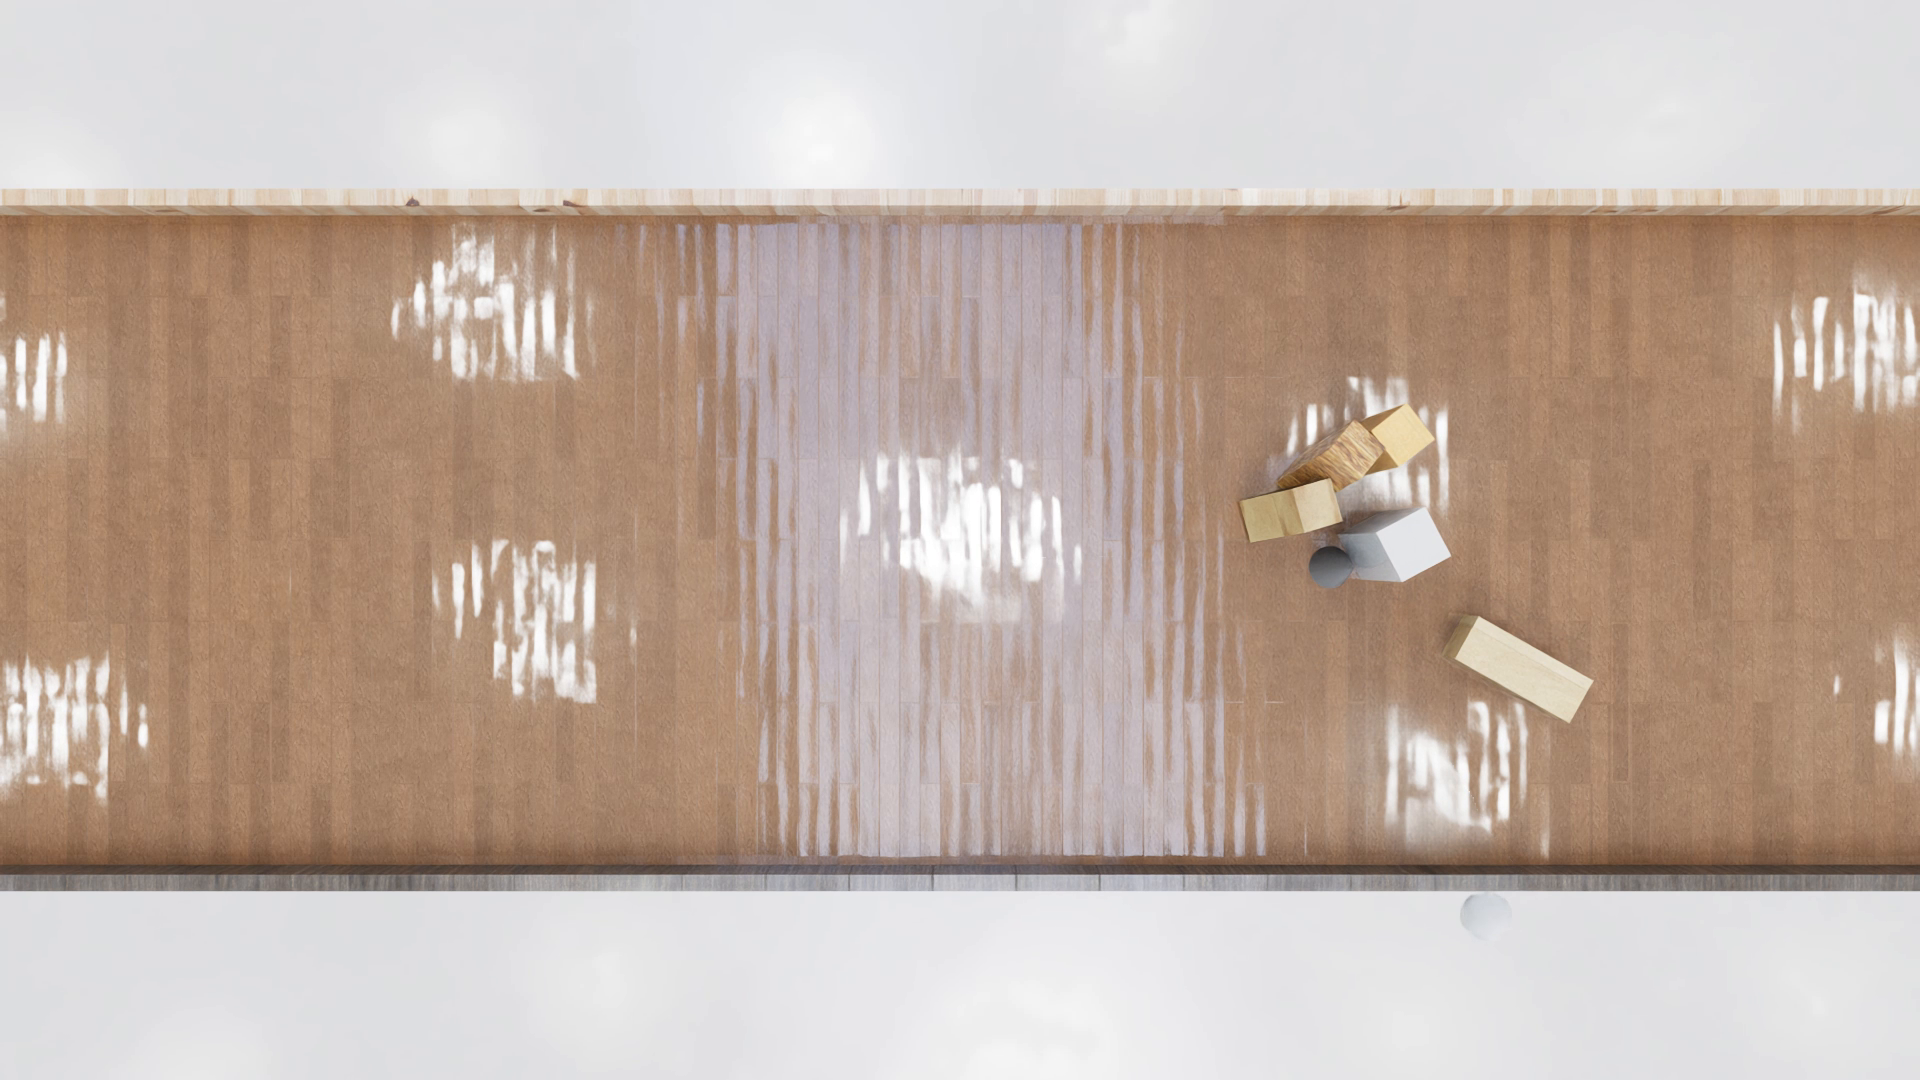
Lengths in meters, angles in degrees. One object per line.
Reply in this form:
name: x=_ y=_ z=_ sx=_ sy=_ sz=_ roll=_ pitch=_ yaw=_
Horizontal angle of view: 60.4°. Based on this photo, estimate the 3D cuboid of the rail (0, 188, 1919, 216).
rail: x=-2.247 y=-1.025 z=5.002 sx=12.000 sy=0.150 sz=0.050 roll=0 pitch=90 yaw=0

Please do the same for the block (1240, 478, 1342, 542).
block: x=0.980 y=-0.086 z=4.902 sx=0.130 sy=0.324 sz=0.130 roll=-16 pitch=90 yaw=-19

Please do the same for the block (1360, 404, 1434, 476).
block: x=1.251 y=-0.292 z=4.880 sx=0.130 sy=0.386 sz=0.130 roll=-38 pitch=90 yaw=-3

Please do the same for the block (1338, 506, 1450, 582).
block: x=1.269 y=0.014 z=4.851 sx=0.156 sy=0.447 sz=0.156 roll=-28 pitch=90 yaw=-1

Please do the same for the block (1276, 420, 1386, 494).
block: x=1.087 y=-0.217 z=4.860 sx=0.121 sy=0.417 sz=0.121 roll=42 pitch=75 yaw=0

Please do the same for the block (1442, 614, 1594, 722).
block: x=1.687 y=0.388 z=5.004 sx=0.392 sy=0.145 sz=0.145 roll=29 pitch=90 yaw=0

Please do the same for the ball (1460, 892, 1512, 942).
ball: x=2.255 y=1.611 z=7.072 sx=0.218 sy=0.218 sz=0.218 roll=0 pitch=90 yaw=0

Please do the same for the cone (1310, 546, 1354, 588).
cone: x=1.138 y=0.082 z=4.914 sx=0.130 sy=0.323 sz=0.130 roll=0 pitch=89 yaw=0

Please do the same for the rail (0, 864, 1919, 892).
rail: x=-2.247 y=1.025 z=5.001 sx=12.000 sy=0.150 sz=0.050 roll=0 pitch=90 yaw=0
